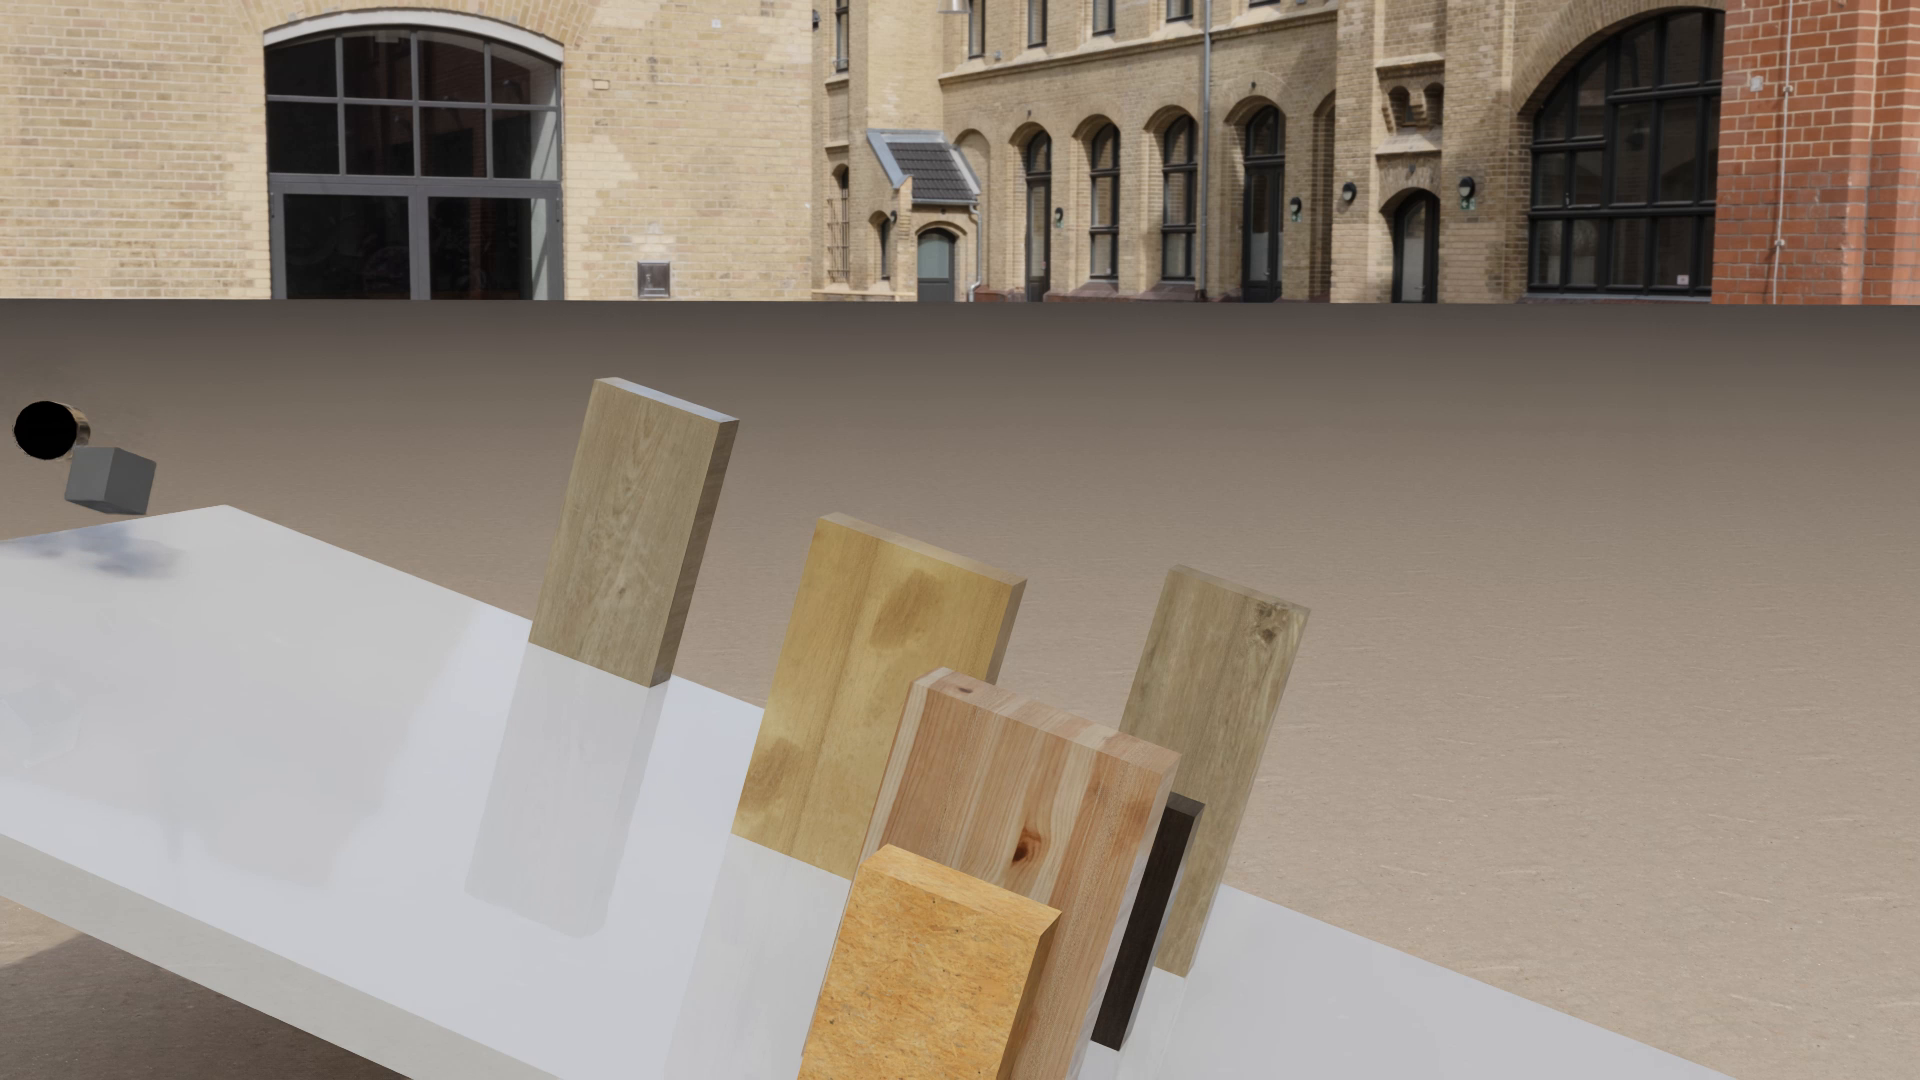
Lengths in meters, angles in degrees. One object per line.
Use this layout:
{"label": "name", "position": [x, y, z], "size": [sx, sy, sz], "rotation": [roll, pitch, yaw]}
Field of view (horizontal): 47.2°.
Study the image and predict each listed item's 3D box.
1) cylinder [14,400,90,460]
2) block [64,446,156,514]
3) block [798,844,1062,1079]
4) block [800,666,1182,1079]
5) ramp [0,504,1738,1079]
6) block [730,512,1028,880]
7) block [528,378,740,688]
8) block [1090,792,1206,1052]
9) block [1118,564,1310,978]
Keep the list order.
{"label": "cylinder", "position": [-1.952, -0.234, 4.733], "size": [0.125, 0.125, 0.125], "rotation": [-1, 1, -9]}
{"label": "block", "position": [-1.815, -0.126, 4.698], "size": [0.117, 0.117, 0.117], "rotation": [1, -14, 27]}
{"label": "block", "position": [-0.055, 0.718, 3.333], "size": [0.290, 0.418, 0.128], "rotation": [19, 12, 14]}
{"label": "block", "position": [0.046, 0.586, 3.509], "size": [0.419, 0.652, 0.149], "rotation": [19, 12, 14]}
{"label": "ramp", "position": [-0.369, 0.711, 4.234], "size": [4.000, 0.100, 2.000], "rotation": [19, 12, 14]}
{"label": "block", "position": [-0.165, 0.333, 4.359], "size": [0.412, 0.674, 0.107], "rotation": [19, 12, 14]}
{"label": "block", "position": [-0.776, -0.020, 5.217], "size": [0.330, 0.659, 0.117], "rotation": [19, 12, 14]}
{"label": "block", "position": [0.169, 0.626, 3.982], "size": [0.421, 0.457, 0.101], "rotation": [19, 12, 14]}
{"label": "block", "position": [0.440, 0.458, 4.363], "size": [0.277, 0.771, 0.090], "rotation": [19, 12, 14]}
